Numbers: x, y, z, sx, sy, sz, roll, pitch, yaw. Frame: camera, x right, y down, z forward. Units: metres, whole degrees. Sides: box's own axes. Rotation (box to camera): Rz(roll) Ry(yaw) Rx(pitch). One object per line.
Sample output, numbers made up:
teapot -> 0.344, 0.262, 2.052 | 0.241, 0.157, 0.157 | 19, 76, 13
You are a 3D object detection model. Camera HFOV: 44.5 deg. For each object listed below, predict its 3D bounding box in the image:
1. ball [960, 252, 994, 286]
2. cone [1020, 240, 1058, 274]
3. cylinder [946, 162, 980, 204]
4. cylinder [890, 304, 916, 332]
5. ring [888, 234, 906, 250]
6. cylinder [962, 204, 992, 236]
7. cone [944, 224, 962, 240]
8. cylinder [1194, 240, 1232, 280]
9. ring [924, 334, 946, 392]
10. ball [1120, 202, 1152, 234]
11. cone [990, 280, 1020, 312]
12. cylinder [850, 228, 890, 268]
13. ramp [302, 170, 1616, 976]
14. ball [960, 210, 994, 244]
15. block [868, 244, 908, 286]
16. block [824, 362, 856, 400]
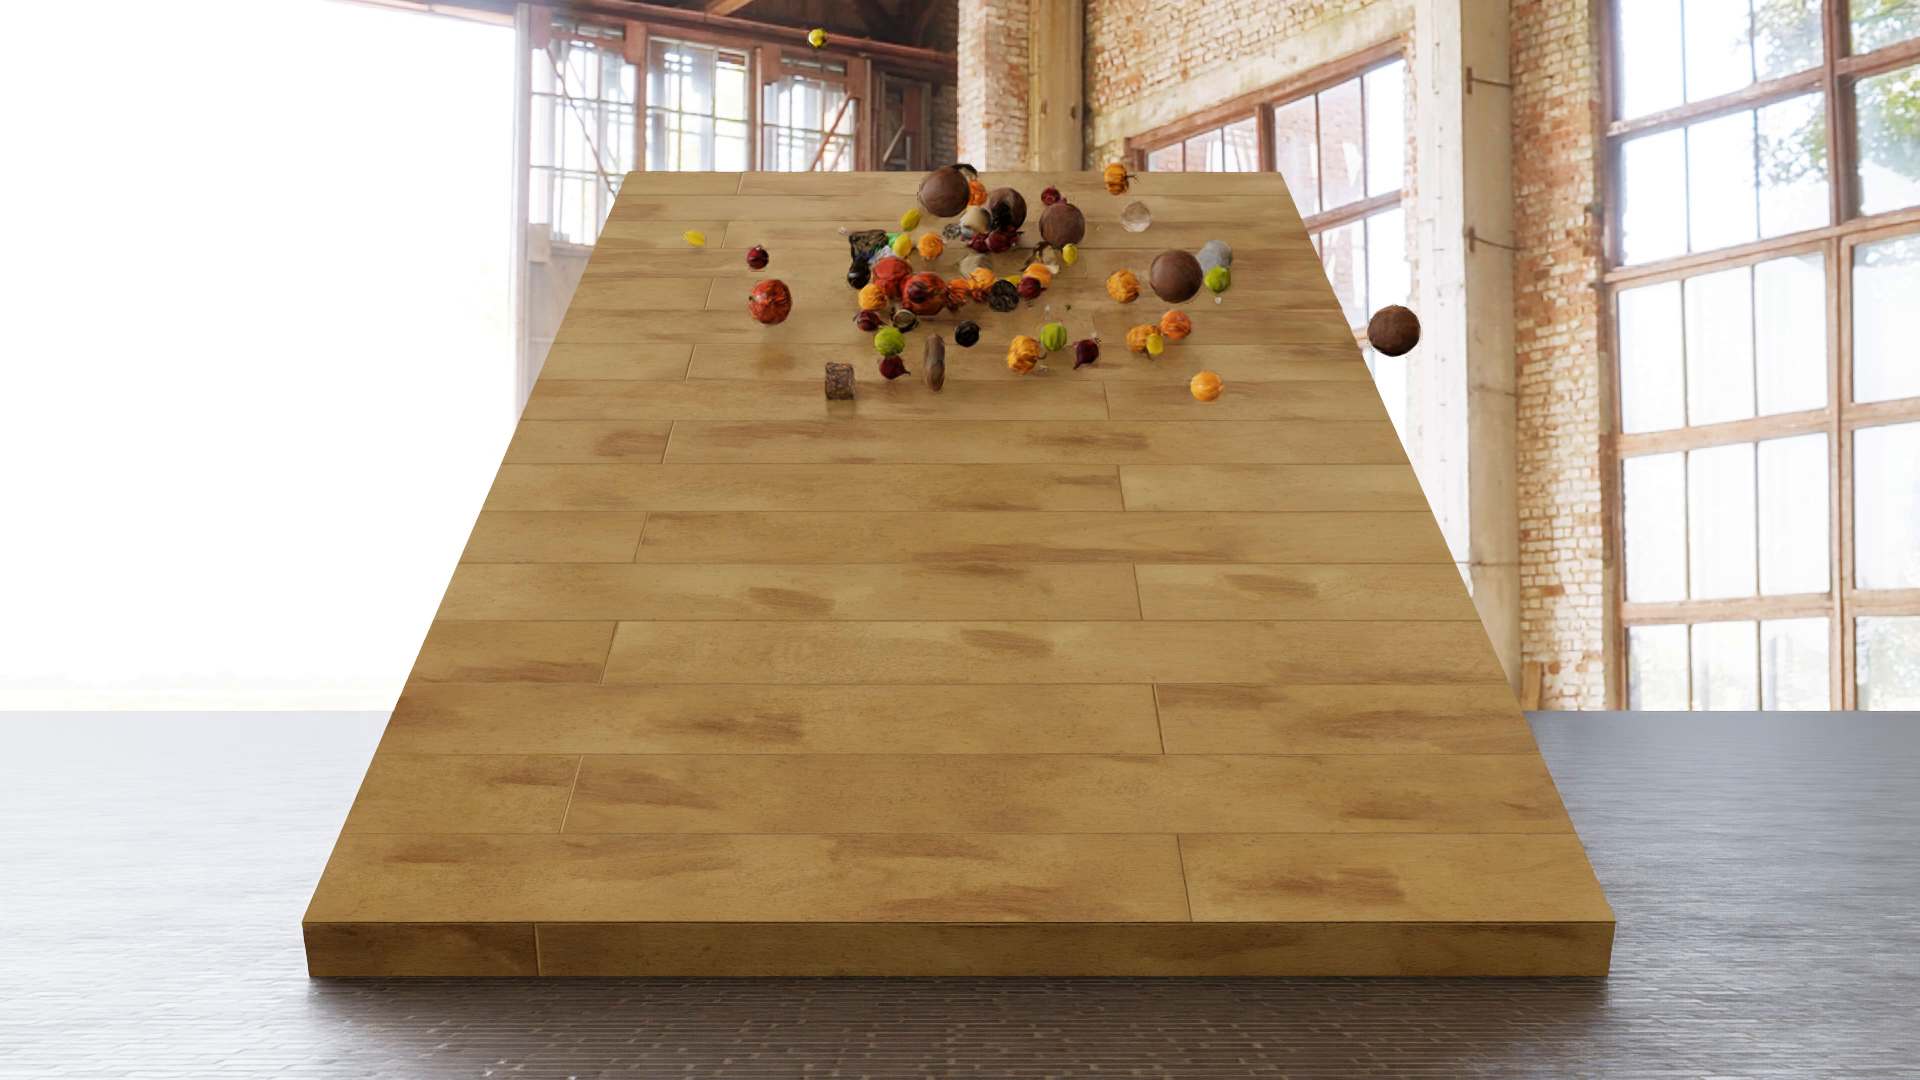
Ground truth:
ball -> 0.045, -0.719, 6.216 | 0.086, 0.086, 0.086 | 0, -4, 0
cone -> 0.198, -0.739, 6.288 | 0.096, 0.096, 0.096 | -21, -15, 33
cylinder -> 0.010, -1.041, 6.838 | 0.091, 0.091, 0.091 | 0, -12, 4
cylinder -> -0.145, -0.559, 5.910 | 0.057, 0.057, 0.057 | 1, 25, -10
ring -> -0.194, -0.826, 6.507 | 0.094, 0.031, 0.094 | 1, 24, 0
cylinder -> 0.046, -0.863, 6.325 | 0.060, 0.060, 0.060 | 28, -1, 0
cone -> -0.018, -0.841, 6.477 | 0.050, 0.050, 0.050 | -1, -20, 8
cylinder -> 0.678, -0.750, 6.285 | 0.085, 0.085, 0.085 | -2, 23, 23
ring -> -0.060, -0.412, 5.467 | 0.045, 0.134, 0.134 | 0, -4, -5
ball -> 0.497, -0.909, 6.617 | 0.088, 0.088, 0.088 | 0, -4, 0
cone -> 0.095, -0.623, 6.070 | 0.086, 0.086, 0.086 | 2, -5, -25
cylinder -> -0.242, -0.786, 6.317 | 0.093, 0.093, 0.093 | -6, -5, 7
ramp -> -0.009, -0.229, 5.398 | 2.000, 0.100, 4.000 | 0, 25, 0
ball -> 0.045, -0.871, 6.513 | 0.093, 0.093, 0.093 | 0, -4, 0
block -> -0.188, -0.723, 6.186 | 0.065, 0.065, 0.065 | -40, -29, -4
block -> -0.280, -0.370, 5.471 | 0.064, 0.064, 0.064 | 2, -25, 3
